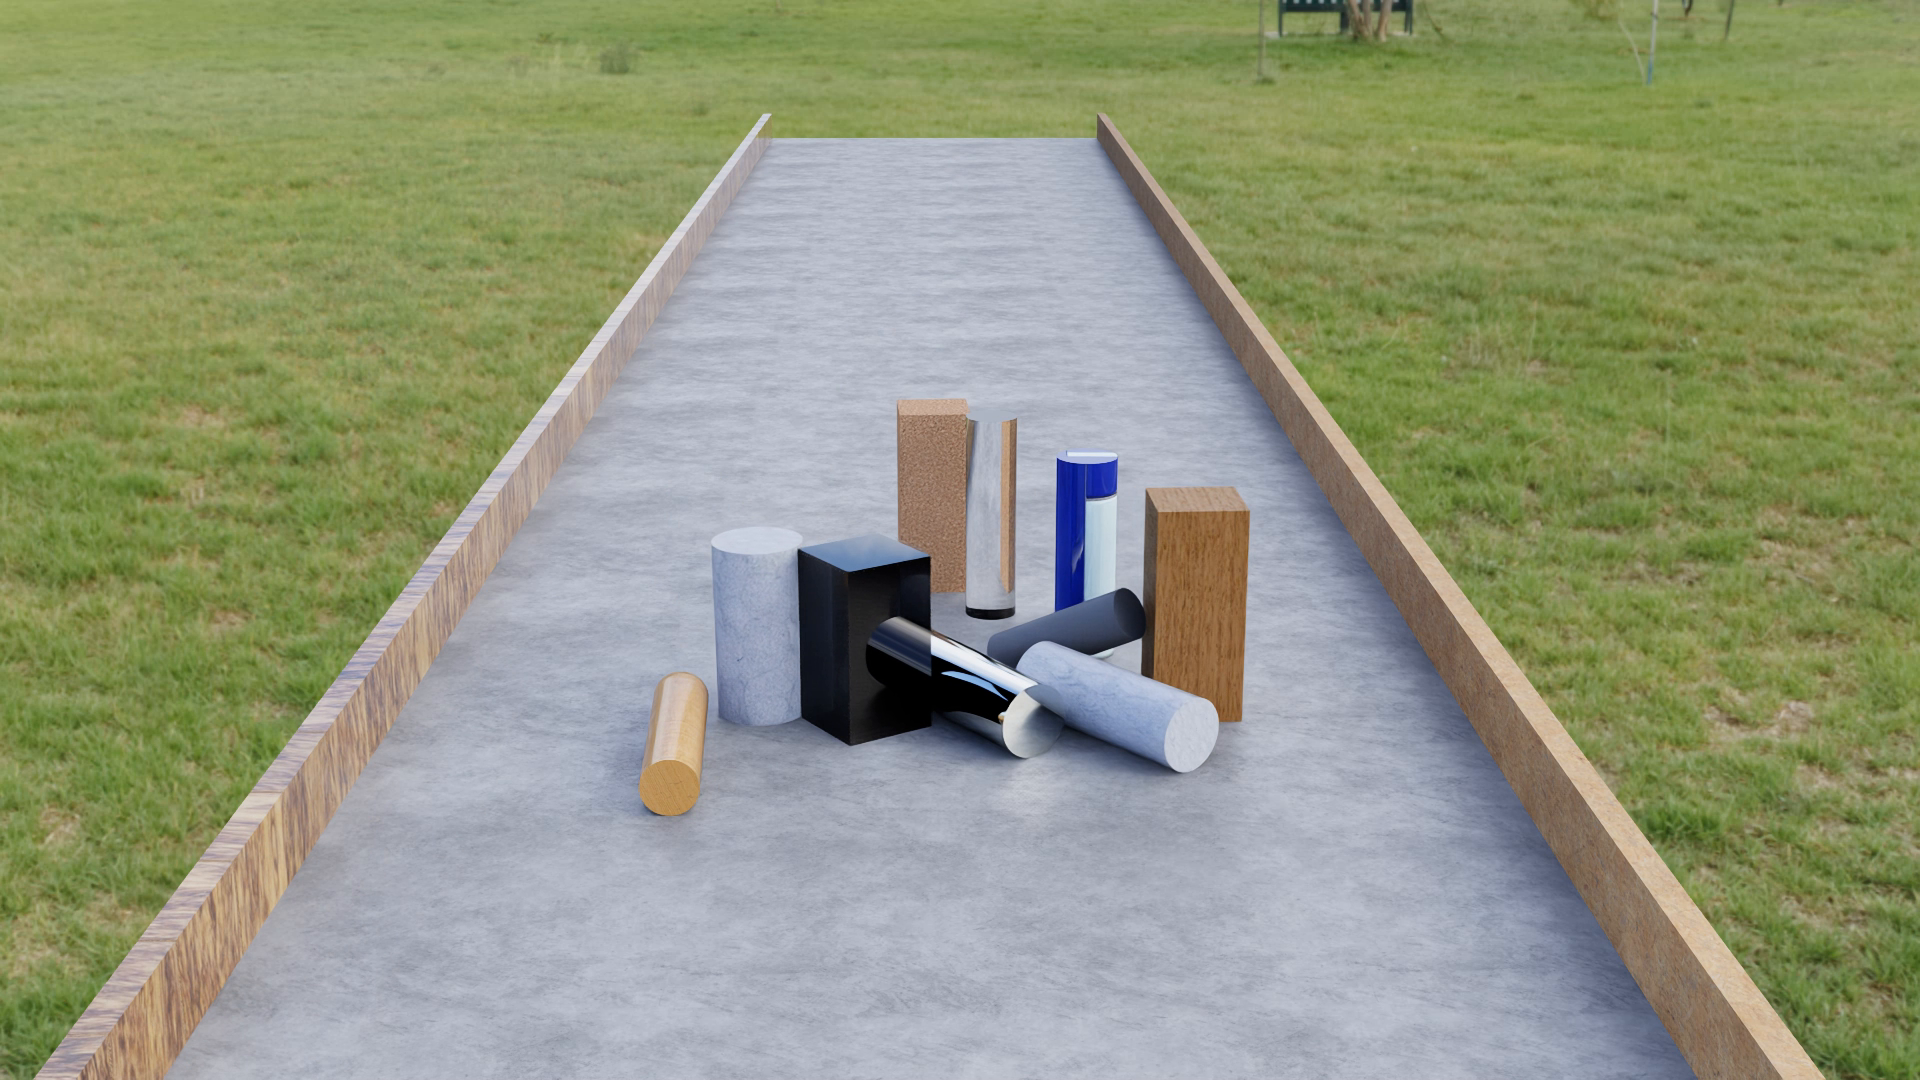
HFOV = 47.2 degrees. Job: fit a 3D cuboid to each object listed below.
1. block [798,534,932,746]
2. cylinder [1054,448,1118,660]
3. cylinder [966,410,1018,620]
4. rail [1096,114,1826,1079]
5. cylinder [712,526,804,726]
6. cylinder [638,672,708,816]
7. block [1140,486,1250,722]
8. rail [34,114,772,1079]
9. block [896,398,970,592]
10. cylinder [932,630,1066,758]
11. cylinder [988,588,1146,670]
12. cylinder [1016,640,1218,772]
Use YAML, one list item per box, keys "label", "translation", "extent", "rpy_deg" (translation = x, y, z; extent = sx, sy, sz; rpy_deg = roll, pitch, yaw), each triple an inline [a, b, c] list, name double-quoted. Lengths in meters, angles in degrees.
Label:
- label: "block"
  translation: [-0.175, 0.180, 4.043]
  extent: [0.175, 0.330, 0.175]
  rpy_deg: [-11, 20, -33]
- label: "cylinder"
  translation: [0.252, 0.030, 4.407]
  extent: [0.122, 0.409, 0.122]
  rpy_deg: [0, 17, 0]
- label: "cylinder"
  translation: [0.066, -0.052, 4.647]
  extent: [0.108, 0.431, 0.108]
  rpy_deg: [0, 17, 0]
- label: "rail"
  translation: [0.932, -0.844, 7.801]
  extent: [0.050, 0.150, 12.000]
  rpy_deg: [0, 17, -1]
- label: "cylinder"
  translation: [-0.373, 0.159, 4.099]
  extent: [0.169, 0.334, 0.169]
  rpy_deg: [0, 18, 0]
- label: "cylinder"
  translation: [-0.500, 0.352, 3.867]
  extent: [0.101, 0.101, 0.429]
  rpy_deg: [-1, 17, -4]
- label: "block"
  translation: [0.436, 0.120, 4.109]
  extent: [0.168, 0.408, 0.168]
  rpy_deg: [-1, 17, -3]
- label: "rail"
  translation: [-1.118, -0.838, 7.780]
  extent: [0.050, 0.150, 12.000]
  rpy_deg: [0, 17, -1]
- label: "block"
  translation: [-0.058, -0.098, 4.852]
  extent: [0.153, 0.402, 0.153]
  rpy_deg: [-1, 17, -4]
- label: "cylinder"
  translation: [0.025, 0.277, 4.055]
  extent: [0.137, 0.137, 0.380]
  rpy_deg: [-11, 20, -33]
- label: "cylinder"
  translation: [0.202, 0.184, 4.202]
  extent: [0.309, 0.101, 0.101]
  rpy_deg: [-22, 1, 36]
- label: "cylinder"
  translation: [0.278, 0.298, 3.987]
  extent: [0.136, 0.136, 0.395]
  rpy_deg: [-14, 21, -38]
